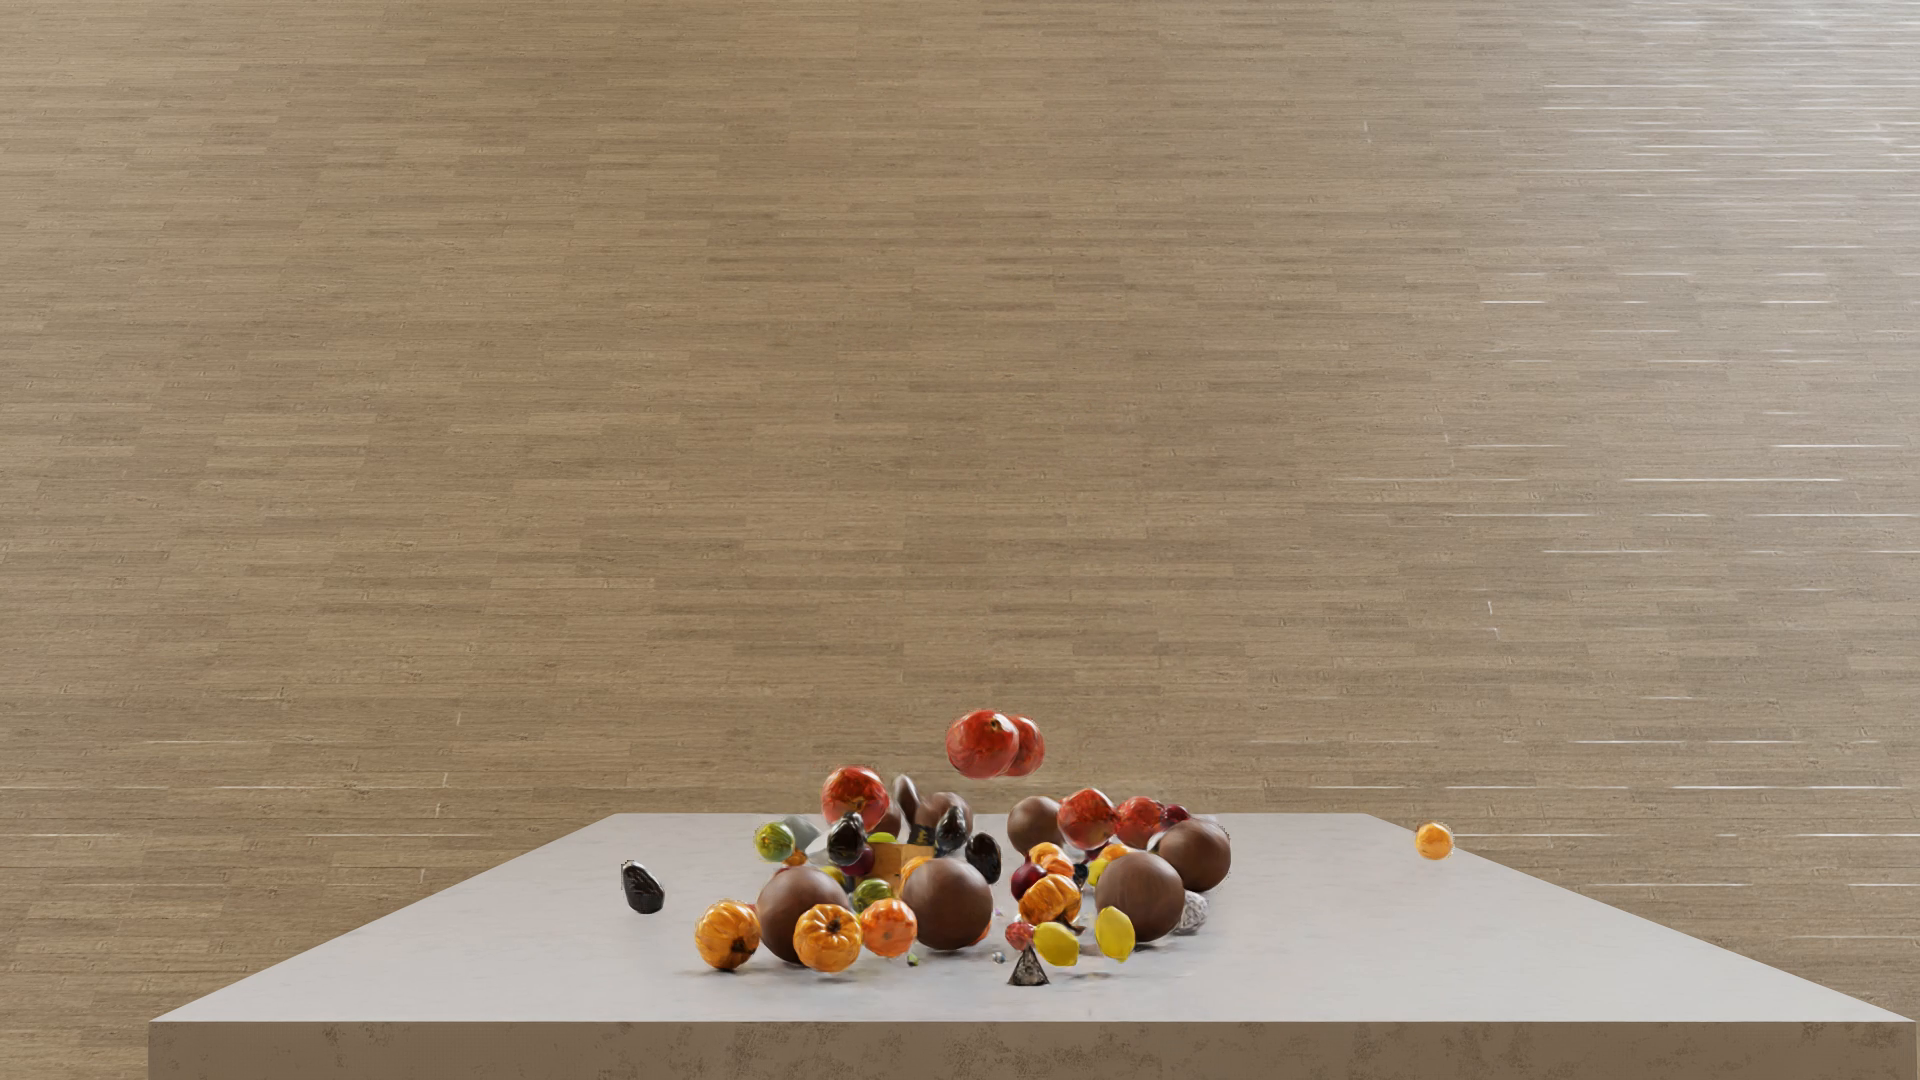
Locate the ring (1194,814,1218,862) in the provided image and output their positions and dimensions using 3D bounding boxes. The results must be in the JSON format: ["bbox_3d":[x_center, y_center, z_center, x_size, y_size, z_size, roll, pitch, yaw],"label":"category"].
[{"bbox_3d":[0.478,0.580,5.057,0.031,0.094,0.094,8,38,17],"label":"ring"}]

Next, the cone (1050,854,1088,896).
[{"bbox_3d":[0.173,0.563,4.482,0.071,0.071,0.071,-19,42,-23],"label":"cone"}]

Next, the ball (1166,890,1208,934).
[{"bbox_3d":[0.341,0.557,3.897,0.063,0.063,0.063,0,37,0],"label":"ball"}]

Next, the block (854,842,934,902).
[{"bbox_3d":[-0.111,0.560,4.392,0.092,0.092,0.092,-2,-10,34],"label":"block"}]

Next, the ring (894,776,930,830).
[{"bbox_3d":[-0.106,0.576,5.661,0.046,0.137,0.137,-23,39,2],"label":"ring"}]

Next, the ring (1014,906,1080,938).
[{"bbox_3d":[0.128,0.563,3.836,0.097,0.032,0.097,-3,3,0],"label":"ring"}]

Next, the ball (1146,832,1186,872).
[{"bbox_3d":[0.398,0.602,5.029,0.078,0.078,0.078,0,37,0],"label":"ball"}]

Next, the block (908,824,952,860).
[{"bbox_3d":[-0.064,0.610,5.246,0.060,0.060,0.060,11,82,29],"label":"block"}]

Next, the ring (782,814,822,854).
[{"bbox_3d":[-0.284,0.556,4.843,0.038,0.114,0.114,-46,47,1],"label":"ring"}]

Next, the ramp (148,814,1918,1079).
[{"bbox_3d":[0.082,0.687,4.939,2.000,0.100,4.000,0,-3,0],"label":"ramp"}]

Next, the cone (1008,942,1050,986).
[{"bbox_3d":[0.087,0.534,3.292,0.053,0.053,0.053,0,-3,0],"label":"cone"}]

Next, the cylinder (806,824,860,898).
[{"bbox_3d":[-0.204,0.551,4.468,0.090,0.090,0.090,-28,11,6],"label":"cylinder"}]
